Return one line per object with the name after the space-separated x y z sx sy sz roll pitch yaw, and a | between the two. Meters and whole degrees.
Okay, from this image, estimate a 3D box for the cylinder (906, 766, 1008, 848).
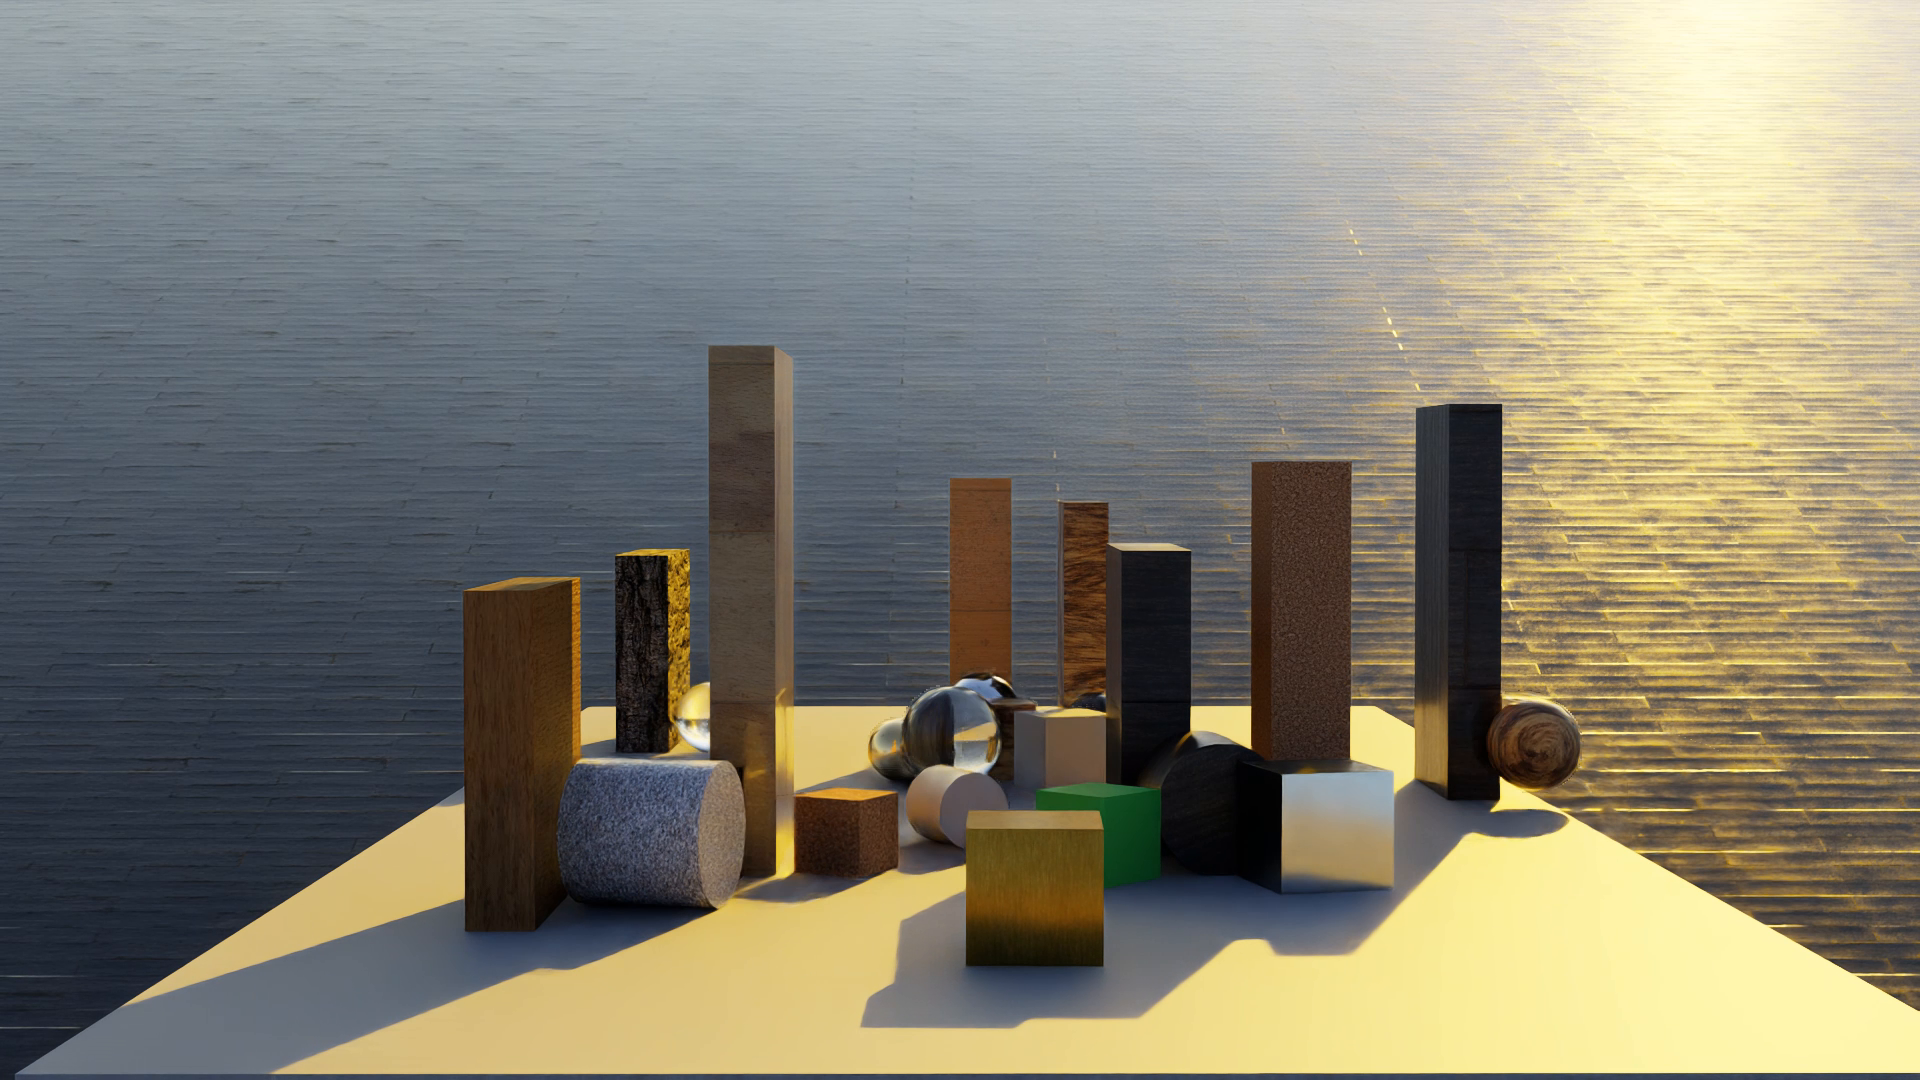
-0.006 0.428 4.135 0.122 0.122 0.122 -14 7 -26 | cylinder

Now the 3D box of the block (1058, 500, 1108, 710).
0.254 0.188 5.364 0.089 0.535 0.331 0 2 0 | block

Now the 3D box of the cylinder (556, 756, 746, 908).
-0.424 0.403 3.560 0.202 0.202 0.202 0 25 13 | cylinder

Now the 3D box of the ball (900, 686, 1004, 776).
-0.016 0.372 4.869 0.194 0.194 0.194 0 26 0 | ball

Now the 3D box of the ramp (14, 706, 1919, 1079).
0.058 0.527 4.564 2.000 0.100 4.000 0 2 0 | ramp

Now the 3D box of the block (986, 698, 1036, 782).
0.064 0.390 5.055 0.148 0.148 0.148 0 2 -8 | block

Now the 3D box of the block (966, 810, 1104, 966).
0.092 0.430 3.200 0.167 0.167 0.167 0 2 1 | block

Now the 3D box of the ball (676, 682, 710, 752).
-0.532 0.378 5.500 0.149 0.149 0.149 0 26 0 | ball

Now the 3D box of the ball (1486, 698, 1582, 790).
1.026 0.366 4.614 0.166 0.166 0.166 0 26 0 | ball

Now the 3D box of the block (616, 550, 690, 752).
-0.676 0.237 5.698 0.113 0.420 0.434 0 2 0 | block

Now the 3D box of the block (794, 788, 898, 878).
-0.170 0.439 3.875 0.114 0.114 0.114 1 2 29 | block

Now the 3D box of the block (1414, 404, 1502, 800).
0.934 0.109 4.848 0.096 0.720 0.339 0 2 0 | block

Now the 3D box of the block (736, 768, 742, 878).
-0.418 0.418 3.746 0.162 0.162 0.162 0 2 13 | block

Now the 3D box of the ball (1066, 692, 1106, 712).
0.266 0.364 5.141 0.122 0.122 0.122 0 26 0 | ball

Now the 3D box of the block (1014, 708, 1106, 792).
0.197 0.397 4.861 0.143 0.143 0.143 -1 2 -22 | block

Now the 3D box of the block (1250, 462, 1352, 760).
0.557 0.179 4.235 0.126 0.614 0.282 0 2 0 | block

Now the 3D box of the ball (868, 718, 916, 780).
-0.118 0.406 4.987 0.120 0.120 0.120 0 26 0 | ball

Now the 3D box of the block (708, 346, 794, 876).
-0.322 0.100 4.022 0.097 0.784 0.425 0 2 0 | block

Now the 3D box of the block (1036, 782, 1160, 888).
0.203 0.432 3.792 0.131 0.131 0.131 1 2 43 | block

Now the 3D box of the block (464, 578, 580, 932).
-0.599 0.282 3.559 0.091 0.444 0.418 0 2 0 | block

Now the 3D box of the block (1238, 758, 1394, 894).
0.515 0.413 3.743 0.171 0.171 0.171 0 2 -14 | block

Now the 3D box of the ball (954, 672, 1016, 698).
0.044 0.345 5.274 0.150 0.150 0.150 0 26 0 | ball

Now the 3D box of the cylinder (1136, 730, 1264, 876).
0.378 0.396 3.911 0.196 0.196 0.196 -3 2 -6 | cylinder

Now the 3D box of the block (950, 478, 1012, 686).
0.043 0.160 5.516 0.127 0.584 0.345 0 2 0 | block

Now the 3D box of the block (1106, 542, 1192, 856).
0.304 0.248 4.212 0.108 0.475 0.417 0 2 0 | block
